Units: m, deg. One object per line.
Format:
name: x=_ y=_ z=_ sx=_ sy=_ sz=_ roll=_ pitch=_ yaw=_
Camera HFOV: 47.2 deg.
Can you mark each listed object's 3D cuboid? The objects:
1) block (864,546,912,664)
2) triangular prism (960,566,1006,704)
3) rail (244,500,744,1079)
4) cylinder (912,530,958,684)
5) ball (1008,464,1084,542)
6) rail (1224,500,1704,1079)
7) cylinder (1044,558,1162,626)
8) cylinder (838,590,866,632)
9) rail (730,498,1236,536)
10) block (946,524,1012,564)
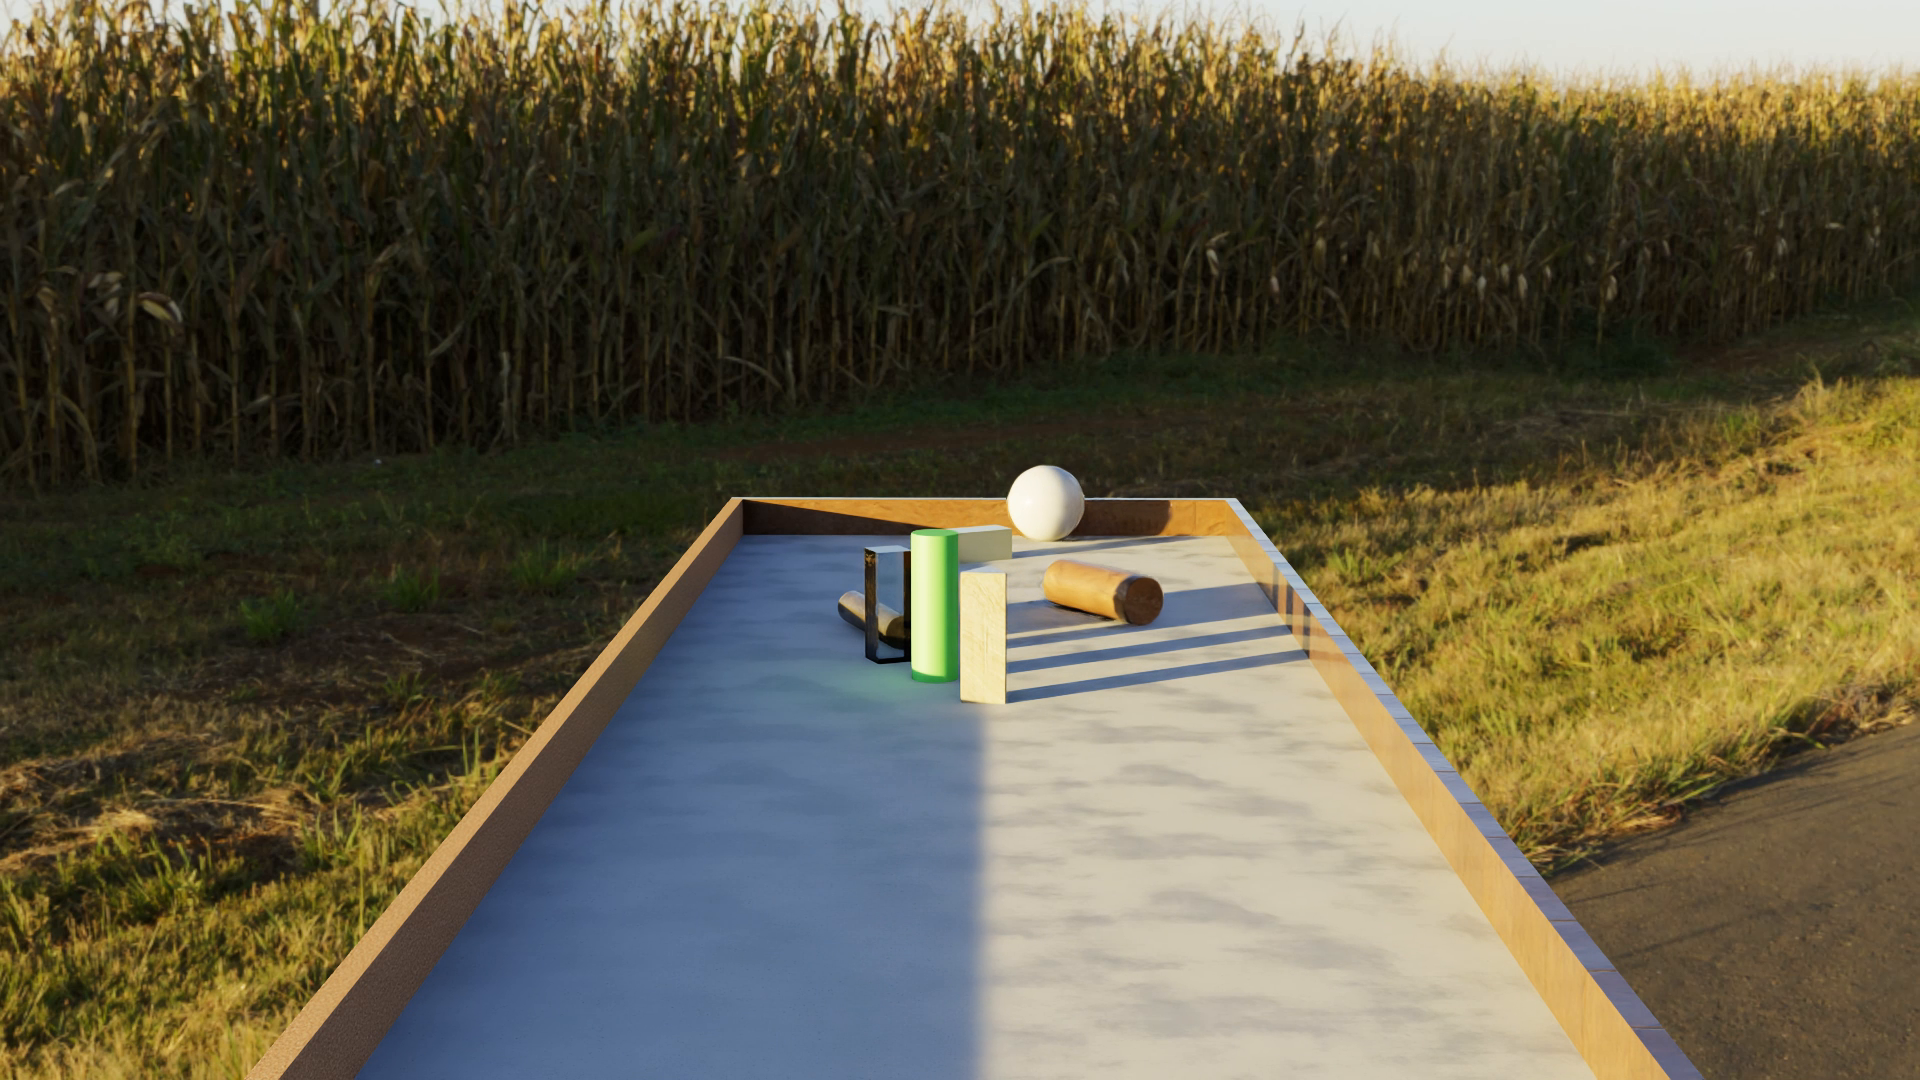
block: x=-0.217 y=0.196 z=6.685 sx=0.112 sy=0.341 sz=0.112 roll=-4 pitch=10 yaw=-23
triangular prism: x=0.072 y=0.264 z=6.161 sx=0.126 sy=0.369 sz=0.110 roll=1 pitch=9 yaw=7
rail: x=-1.004 y=0.839 z=3.234 sx=0.050 sy=0.150 sz=12.000 roll=0 pitch=9 yaw=1
cylinder: x=-0.073 y=0.192 z=6.421 sx=0.137 sy=0.432 sz=0.137 roll=0 pitch=9 yaw=0
ball: x=0.351 y=-0.149 z=8.952 sx=0.313 sy=0.313 sz=0.313 roll=0 pitch=9 yaw=0
rail: x=1.046 y=0.843 z=3.208 sx=0.050 sy=0.150 sz=12.000 roll=0 pitch=9 yaw=1
cylinder: x=0.478 y=0.173 z=7.399 sx=0.162 sy=0.162 sz=0.445 roll=-6 pitch=11 yaw=-34
cylinder: x=-0.275 y=0.252 z=7.075 sx=0.107 sy=0.107 sz=0.437 roll=-3 pitch=10 yaw=-21
rail: x=0.099 y=-0.098 z=9.147 sx=2.100 sy=0.150 sz=0.050 roll=0 pitch=9 yaw=1
block: x=0.018 y=0.020 z=8.499 sx=0.355 sy=0.119 sz=0.119 roll=-5 pitch=10 yaw=-29
